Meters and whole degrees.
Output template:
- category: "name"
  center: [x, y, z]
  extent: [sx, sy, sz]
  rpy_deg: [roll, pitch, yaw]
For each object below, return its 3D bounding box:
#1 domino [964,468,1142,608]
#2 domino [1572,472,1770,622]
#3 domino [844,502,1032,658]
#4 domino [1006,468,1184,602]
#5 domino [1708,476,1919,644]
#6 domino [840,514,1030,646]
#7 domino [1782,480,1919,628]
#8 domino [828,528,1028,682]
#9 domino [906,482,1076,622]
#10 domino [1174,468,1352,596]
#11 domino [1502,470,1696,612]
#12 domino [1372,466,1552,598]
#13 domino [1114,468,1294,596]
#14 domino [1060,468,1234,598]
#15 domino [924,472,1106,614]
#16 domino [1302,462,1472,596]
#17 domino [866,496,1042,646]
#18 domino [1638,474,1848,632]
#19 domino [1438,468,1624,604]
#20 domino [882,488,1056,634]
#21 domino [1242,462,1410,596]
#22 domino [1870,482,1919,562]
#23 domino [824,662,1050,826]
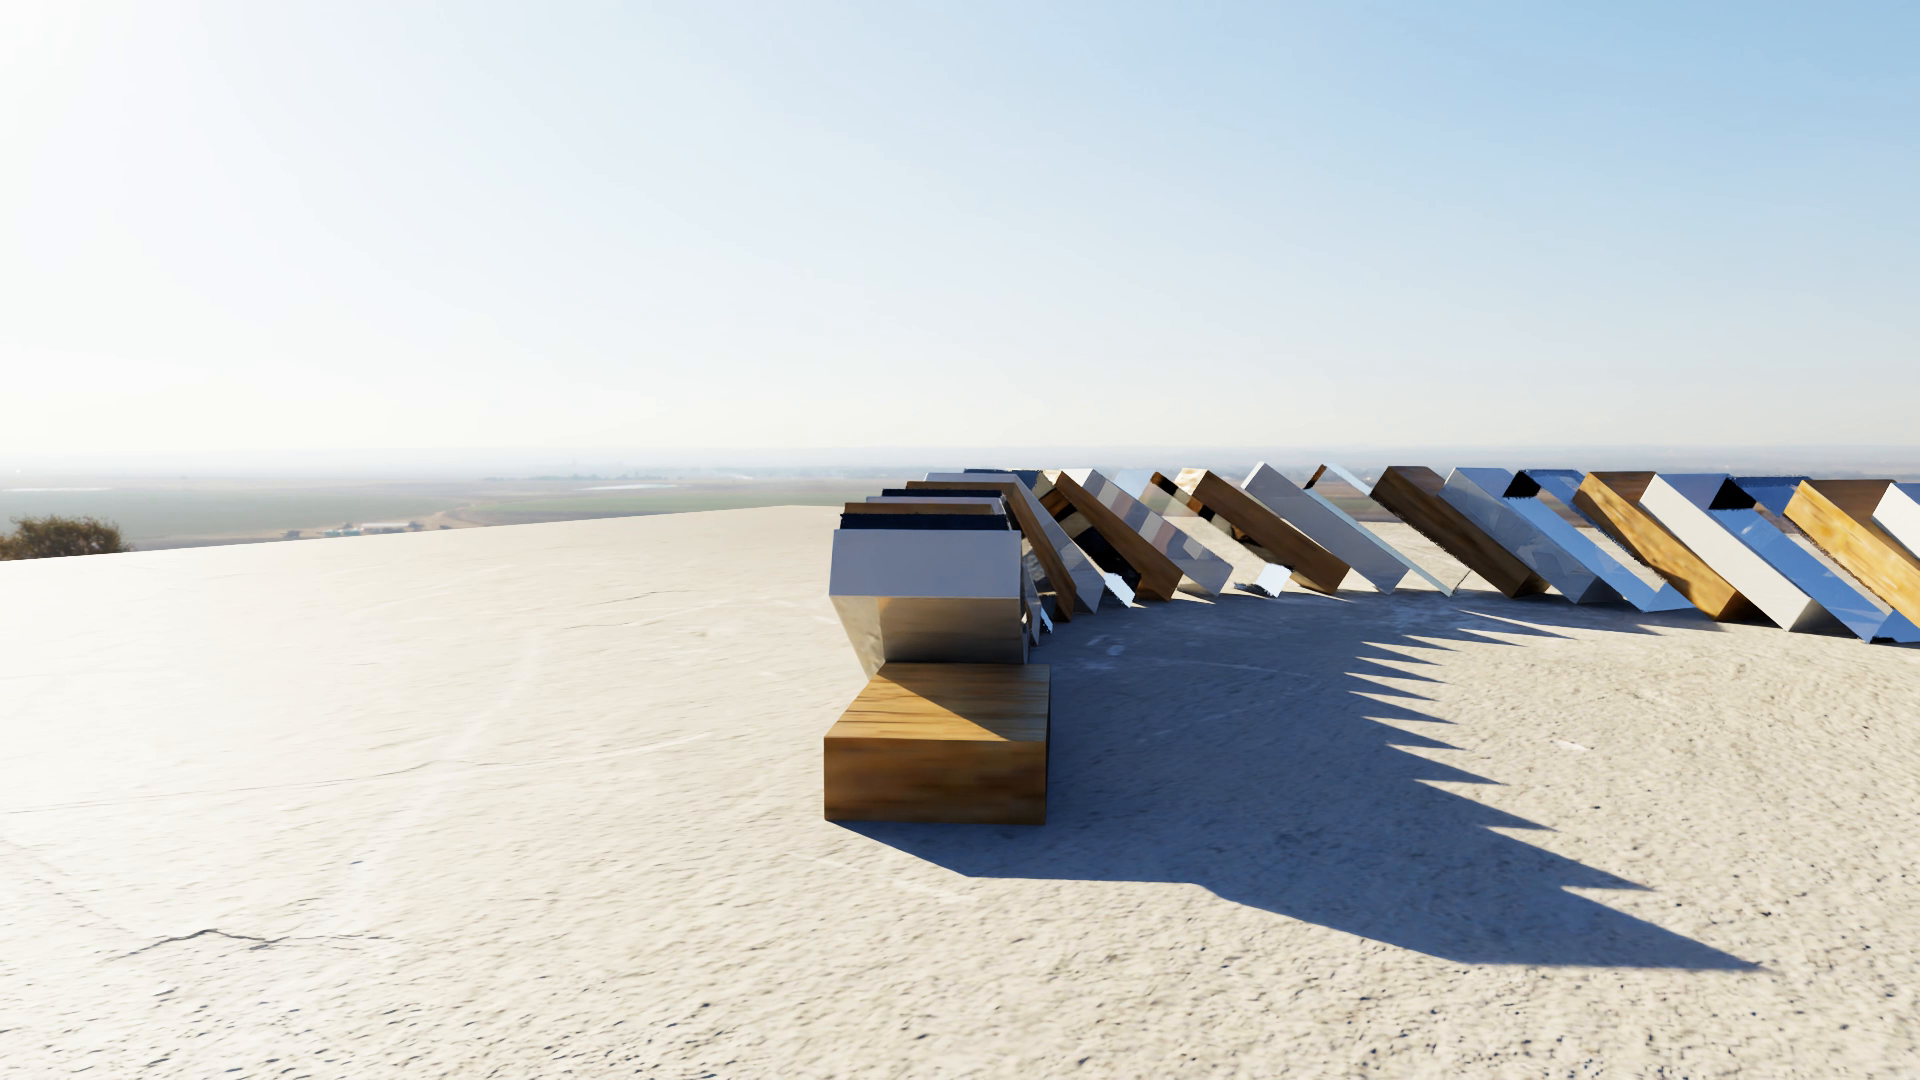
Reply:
- category: "domino"
  center: [0.023, 0.000, 0.328]
  extent: [0.025, 0.010, 0.050]
  rpy_deg: [4, -29, 44]
- category: "domino"
  center: [0.184, 0.000, 0.328]
  extent: [0.025, 0.009, 0.050]
  rpy_deg: [-2, 37, -24]
- category: "domino"
  center: [-0.003, 0.009, 0.234]
  extent: [0.025, 0.009, 0.050]
  rpy_deg: [1, -25, 12]
- category: "domino"
  center: [0.034, -0.001, 0.344]
  extent: [0.050, 0.009, 0.025]
  rpy_deg: [37, -16, -29]
- category: "domino"
  center: [0.200, 0.003, 0.293]
  extent: [0.025, 0.009, 0.050]
  rpy_deg: [-1, 37, -16]
- category: "domino"
  center: [-0.003, 0.011, 0.213]
  extent: [0.025, 0.009, 0.050]
  rpy_deg: [1, -24, 8]
- category: "domino"
  center: [0.206, 0.005, 0.275]
  extent: [0.025, 0.010, 0.050]
  rpy_deg: [-1, 36, -12]
- category: "domino"
  center: [-0.003, 0.013, 0.192]
  extent: [0.025, 0.009, 0.050]
  rpy_deg: [0, -23, 4]
- category: "domino"
  center: [0.007, 0.003, 0.292]
  extent: [0.025, 0.010, 0.050]
  rpy_deg: [2, -27, 23]
- category: "domino"
  center: [0.085, -0.003, 0.370]
  extent: [0.050, 0.009, 0.025]
  rpy_deg: [33, 0, -7]
- category: "domino"
  center: [0.173, -0.001, 0.343]
  extent: [0.025, 0.009, 0.050]
  rpy_deg: [-2, 38, -31]
- category: "domino"
  center: [0.146, -0.003, 0.369]
  extent: [0.025, 0.009, 0.050]
  rpy_deg: [-3, 39, -46]
- category: "domino"
  center: [0.067, -0.002, 0.363]
  extent: [0.050, 0.009, 0.025]
  rpy_deg: [33, -4, -15]
- category: "domino"
  center: [0.049, -0.002, 0.358]
  extent: [0.050, 0.009, 0.025]
  rpy_deg: [33, -6, -15]
- category: "domino"
  center: [0.013, 0.001, 0.312]
  extent: [0.025, 0.009, 0.050]
  rpy_deg: [3, -29, 36]
- category: "domino"
  center: [0.125, -0.004, 0.374]
  extent: [0.050, 0.009, 0.025]
  rpy_deg: [39, 18, 17]
- category: "domino"
  center: [0.000, 0.007, 0.253]
  extent: [0.025, 0.009, 0.050]
  rpy_deg: [1, -25, 14]
- category: "domino"
  center: [0.193, 0.002, 0.311]
  extent: [0.025, 0.009, 0.050]
  rpy_deg: [-2, 37, -20]
- category: "domino"
  center: [0.161, -0.002, 0.358]
  extent: [0.025, 0.009, 0.050]
  rpy_deg: [-2, 38, -36]
- category: "domino"
  center: [0.002, 0.005, 0.273]
  extent: [0.025, 0.010, 0.050]
  rpy_deg: [1, -26, 19]
- category: "domino"
  center: [0.106, -0.004, 0.374]
  extent: [0.050, 0.009, 0.025]
  rpy_deg: [37, 9, 6]
- category: "domino"
  center: [0.212, 0.006, 0.256]
  extent: [0.025, 0.009, 0.050]
  rpy_deg: [0, 36, -6]
- category: "domino"
  center: [-0.001, 0.025, 0.169]
  extent: [0.025, 0.009, 0.050]
  rpy_deg: [0, 4, 5]
